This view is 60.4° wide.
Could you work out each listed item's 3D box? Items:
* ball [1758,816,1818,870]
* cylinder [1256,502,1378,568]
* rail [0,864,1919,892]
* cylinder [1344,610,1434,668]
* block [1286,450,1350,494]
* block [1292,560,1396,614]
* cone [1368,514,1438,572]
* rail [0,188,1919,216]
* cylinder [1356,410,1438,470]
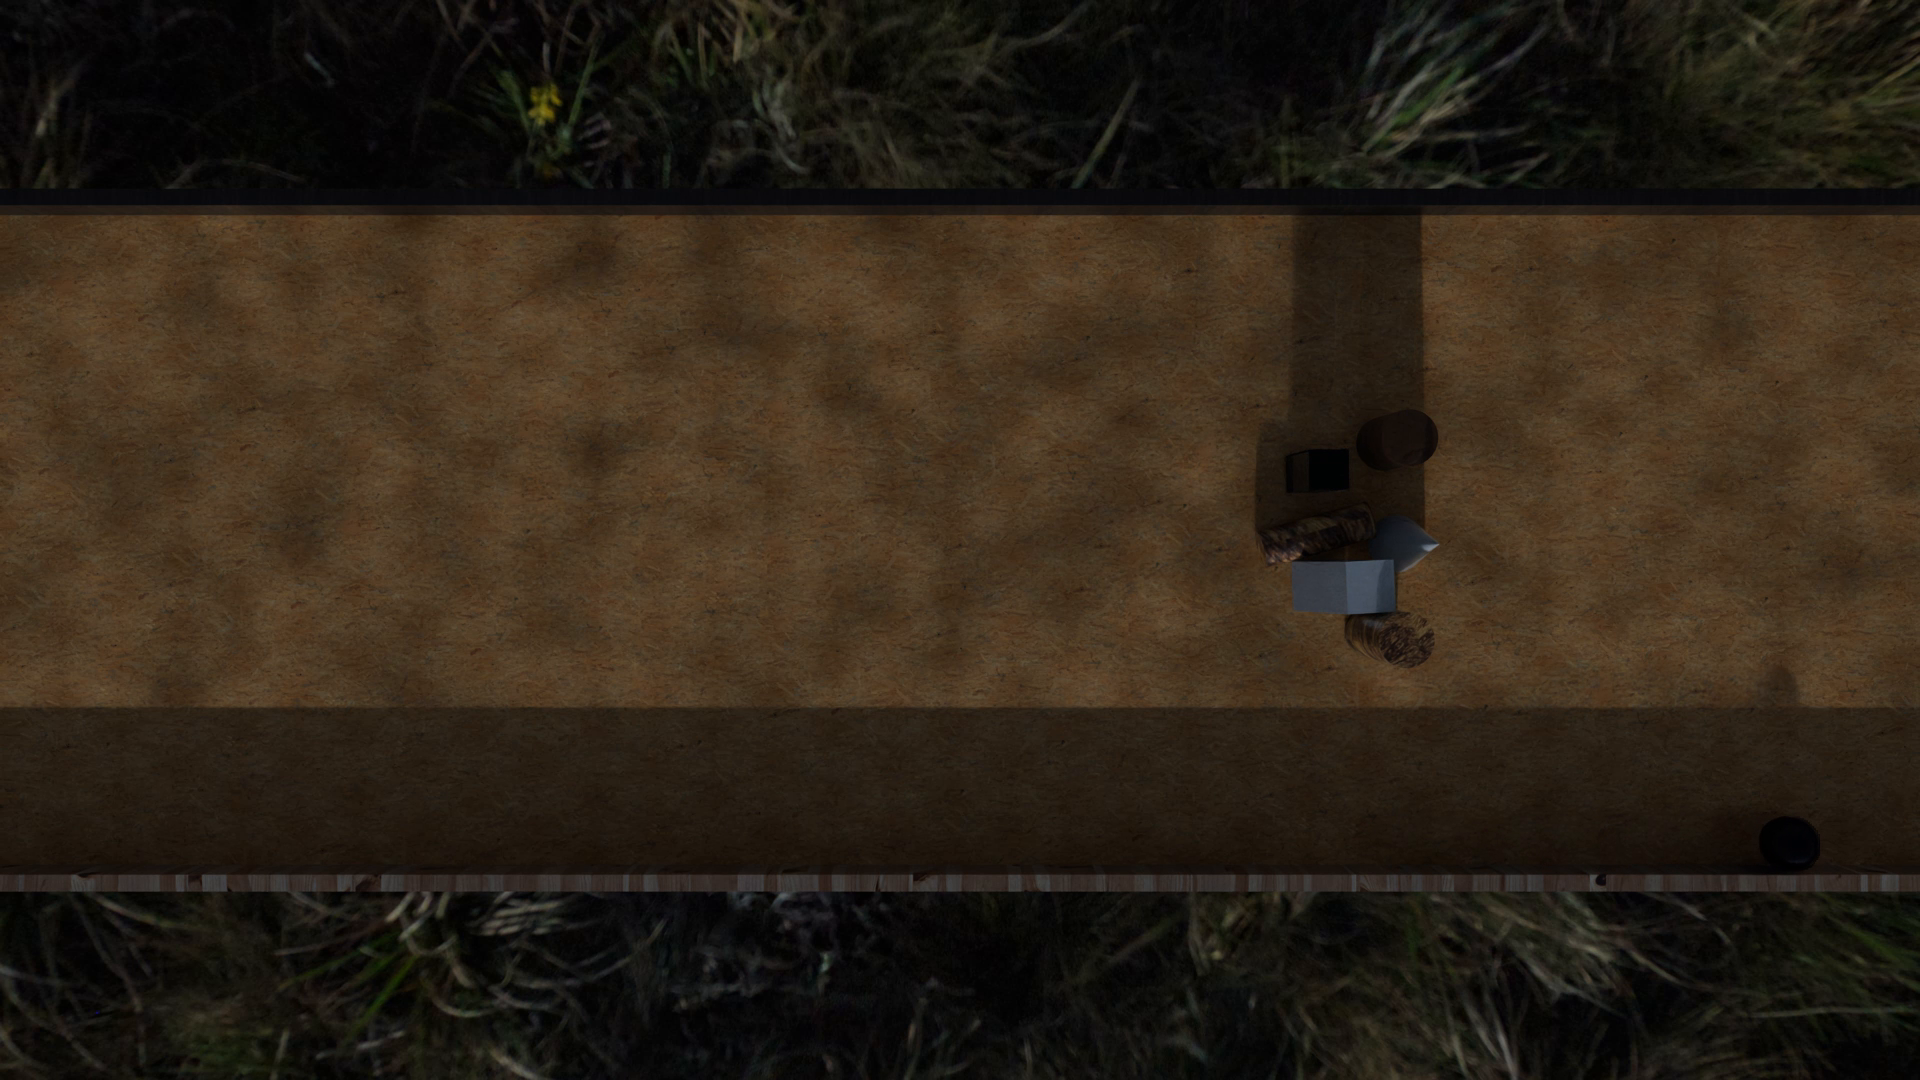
[{"bbox_3d":[2.510,0.919,4.996,0.162,0.162,0.162,0,90,0],"label":"ball"},{"bbox_3d":[1.082,-0.016,5.019,0.344,0.116,0.116,-15,90,0],"label":"cylinder"},{"bbox_3d":[-2.247,1.025,5.001,12.000,0.150,0.050,0,90,0],"label":"rail"},{"bbox_3d":[1.263,0.282,4.871,0.159,0.411,0.159,0,90,0],"label":"cylinder"},{"bbox_3d":[1.062,-0.203,4.911,0.115,0.331,0.115,-1,90,0],"label":"block"},{"bbox_3d":[1.130,0.136,4.883,0.150,0.362,0.150,-2,90,-13],"label":"block"},{"bbox_3d":[1.344,0.011,4.848,0.178,0.458,0.178,0,90,0],"label":"cone"},{"bbox_3d":[-2.247,-1.025,5.002,12.000,0.150,0.050,0,90,0],"label":"rail"},{"bbox_3d":[1.301,-0.296,4.924,0.165,0.305,0.165,0,90,0],"label":"cylinder"}]
